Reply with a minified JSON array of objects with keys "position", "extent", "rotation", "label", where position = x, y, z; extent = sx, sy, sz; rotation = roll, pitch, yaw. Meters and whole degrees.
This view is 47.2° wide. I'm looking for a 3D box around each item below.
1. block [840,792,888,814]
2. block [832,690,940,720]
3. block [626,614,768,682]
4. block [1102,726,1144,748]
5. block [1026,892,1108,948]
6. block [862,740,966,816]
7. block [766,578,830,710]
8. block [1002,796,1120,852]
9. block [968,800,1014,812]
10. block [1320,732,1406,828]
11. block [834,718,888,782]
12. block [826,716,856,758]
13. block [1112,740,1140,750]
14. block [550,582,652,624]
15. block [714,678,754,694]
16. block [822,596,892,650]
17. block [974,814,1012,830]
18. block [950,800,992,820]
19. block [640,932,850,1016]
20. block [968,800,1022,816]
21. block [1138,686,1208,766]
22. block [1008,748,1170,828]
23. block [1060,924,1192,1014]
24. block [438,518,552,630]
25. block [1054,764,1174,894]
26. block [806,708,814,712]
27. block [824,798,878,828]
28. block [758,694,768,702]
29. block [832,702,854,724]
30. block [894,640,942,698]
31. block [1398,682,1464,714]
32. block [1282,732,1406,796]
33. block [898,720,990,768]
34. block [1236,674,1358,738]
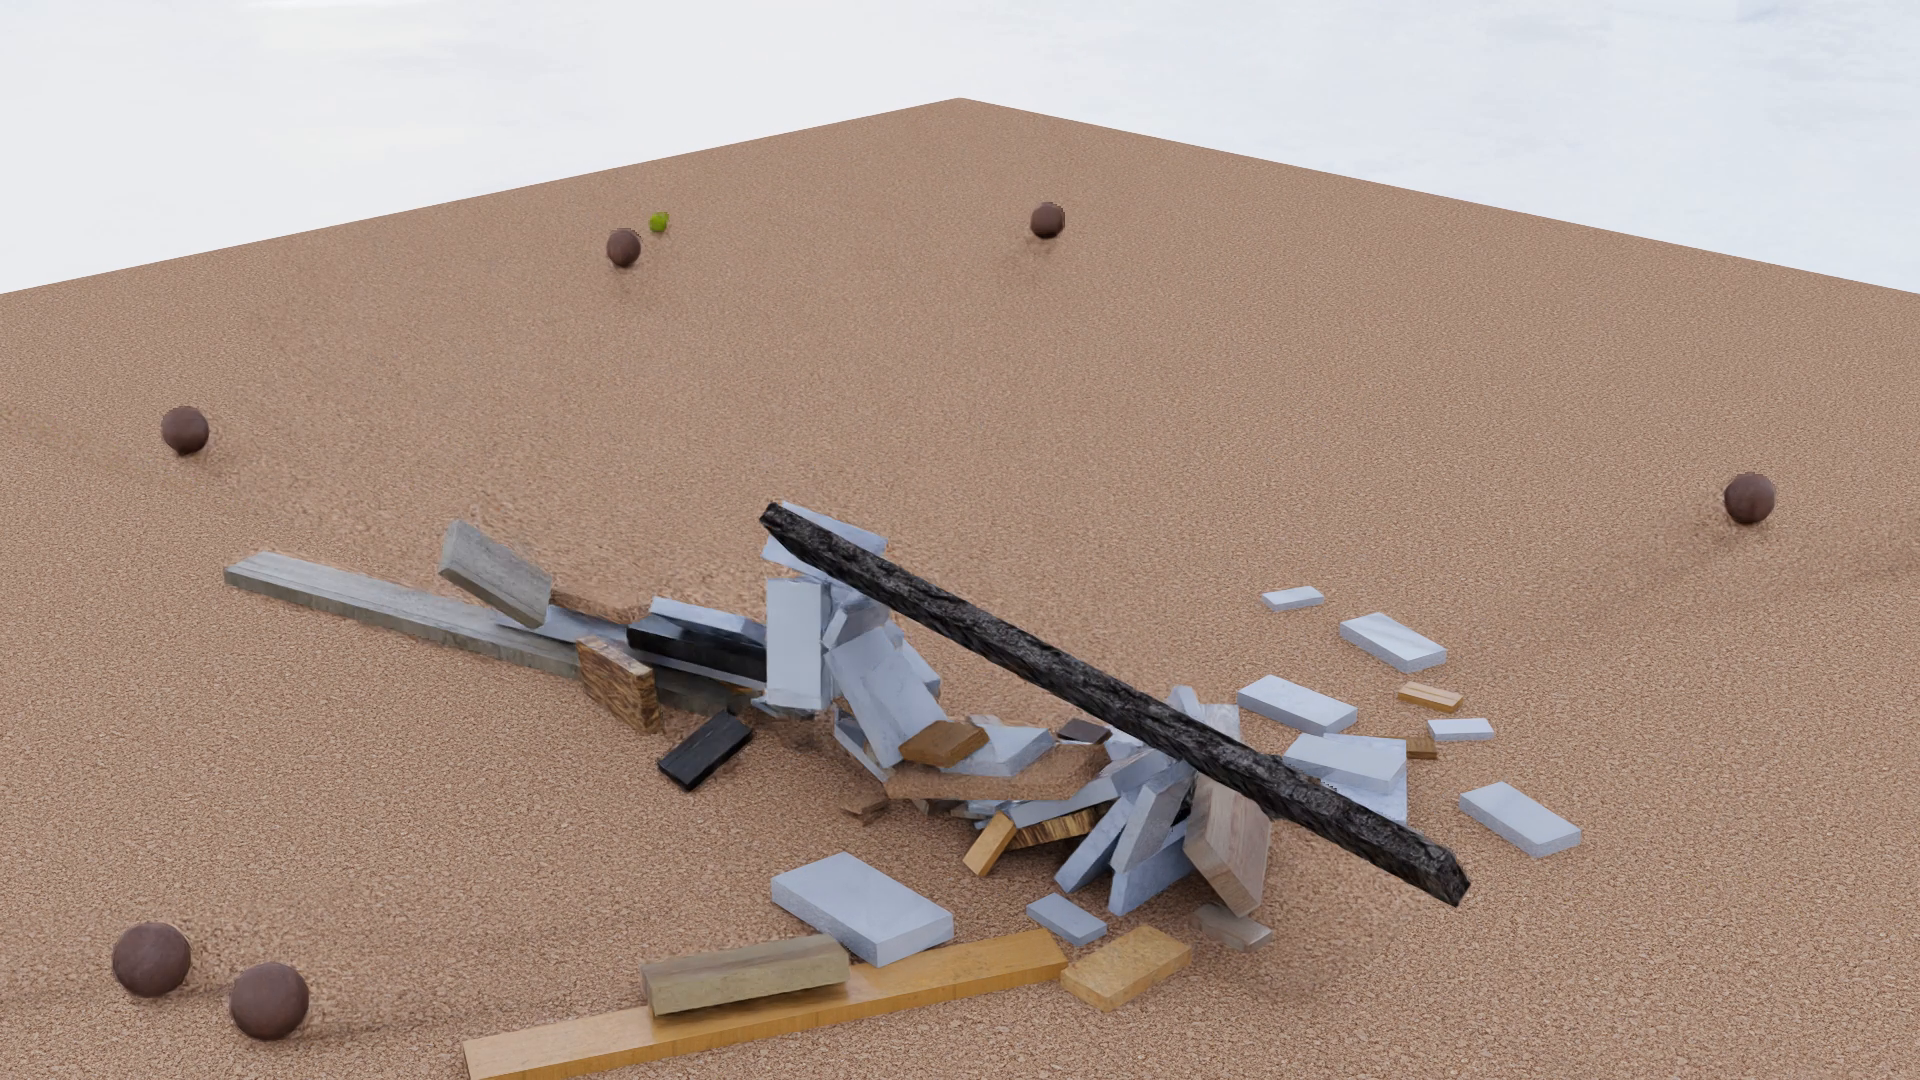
[{"position":[-0.192,0.534,4.449],"extent":[0.049,0.014,0.099],"rotation":[15,12,29],"label":"block"},{"position":[-0.223,0.277,4.643],"extent":[0.340,0.048,0.170],"rotation":[34,39,31],"label":"block"},{"position":[-0.510,0.228,4.856],"extent":[0.452,0.048,0.170],"rotation":[11,24,34],"label":"block"},{"position":[0.399,0.422,4.669],"extent":[0.238,0.034,0.119],"rotation":[-11,22,0],"label":"block"},{"position":[0.197,0.704,4.077],"extent":[0.072,0.020,0.143],"rotation":[-18,29,-36],"label":"block"},{"position":[-0.088,0.473,4.523],"extent":[0.113,0.032,0.225],"rotation":[-17,42,-35],"label":"block"},{"position":[-0.332,0.213,4.522],"extent":[0.130,0.260,0.037],"rotation":[4,8,28],"label":"block"},{"position":[0.198,0.538,4.247],"extent":[0.148,0.042,0.296],"rotation":[-23,1,-41],"label":"block"},{"position":[0.008,0.497,4.400],"extent":[0.050,0.014,0.237],"rotation":[-21,25,-37],"label":"block"},{"position":[0.826,0.504,4.510],"extent":[0.172,0.049,0.344],"rotation":[4,23,10],"label":"block"},{"position":[-0.153,0.444,4.608],"extent":[0.113,0.032,0.225],"rotation":[-18,42,-36],"label":"block"},{"position":[-0.231,0.419,4.712],"extent":[0.063,0.018,0.127],"rotation":[-6,34,-31],"label":"block"},{"position":[0.359,0.453,4.546],"extent":[0.137,0.019,0.068],"rotation":[16,26,36],"label":"block"},{"position":[-0.818,0.145,5.101],"extent":[0.260,0.037,0.130],"rotation":[12,15,40],"label":"block"},{"position":[-0.507,0.313,4.889],"extent":[0.048,0.014,0.096],"rotation":[-12,31,-40],"label":"block"},{"position":[-0.202,0.160,4.484],"extent":[0.026,0.093,0.185],"rotation":[39,30,19],"label":"block"},{"position":[0.080,0.553,4.372],"extent":[0.052,0.015,0.104],"rotation":[-23,2,-41],"label":"block"},{"position":[0.035,0.543,4.420],"extent":[0.052,0.015,0.104],"rotation":[-22,13,-40],"label":"block"},{"position":[-0.376,0.755,3.838],"extent":[0.340,0.048,0.170],"rotation":[-7,4,-14],"label":"block"},{"position":[0.071,0.529,4.365],"extent":[0.052,0.015,0.104],"rotation":[-23,15,-41],"label":"block"},{"position":[0.402,0.425,4.298],"extent":[0.037,0.261,0.131],"rotation":[10,35,-22],"label":"block"},{"position":[0.241,0.468,4.145],"extent":[0.148,0.042,0.296],"rotation":[-23,-2,-42],"label":"block"},{"position":[0.297,0.762,3.924],"extent":[0.224,0.032,0.112],"rotation":[-21,30,-40],"label":"block"},{"position":[-1.061,0.080,5.029],"extent":[0.040,0.279,0.139],"rotation":[-27,43,31],"label":"block"},{"position":[0.300,0.545,4.130],"extent":[0.148,0.296,0.042],"rotation":[-23,66,-41],"label":"block"},{"position":[-0.293,0.315,4.745],"extent":[0.018,0.127,0.063],"rotation":[41,45,17],"label":"block"},{"position":[-0.219,0.551,4.444],"extent":[0.099,0.014,0.049],"rotation":[17,28,34],"label":"block"},{"position":[-0.395,0.343,4.823],"extent":[0.092,0.013,0.046],"rotation":[-10,-3,40],"label":"block"},{"position":[-0.239,0.349,4.695],"extent":[0.063,0.127,0.018],"rotation":[-8,-3,-34],"label":"block"},{"position":[-0.205,0.231,4.630],"extent":[0.170,0.048,0.340],"rotation":[-13,40,-32],"label":"block"},{"position":[1.051,0.351,4.910],"extent":[0.129,0.018,0.064],"rotation":[15,27,31],"label":"block"},{"position":[0.789,0.459,4.514],"extent":[0.227,0.032,0.113],"rotation":[12,26,26],"label":"block"},{"position":[-0.033,0.398,4.303],"extent":[0.101,0.029,0.203],"rotation":[-33,14,-23],"label":"block"},{"position":[0.743,0.367,4.852],"extent":[0.238,0.034,0.119],"rotation":[21,31,40],"label":"block"}]
